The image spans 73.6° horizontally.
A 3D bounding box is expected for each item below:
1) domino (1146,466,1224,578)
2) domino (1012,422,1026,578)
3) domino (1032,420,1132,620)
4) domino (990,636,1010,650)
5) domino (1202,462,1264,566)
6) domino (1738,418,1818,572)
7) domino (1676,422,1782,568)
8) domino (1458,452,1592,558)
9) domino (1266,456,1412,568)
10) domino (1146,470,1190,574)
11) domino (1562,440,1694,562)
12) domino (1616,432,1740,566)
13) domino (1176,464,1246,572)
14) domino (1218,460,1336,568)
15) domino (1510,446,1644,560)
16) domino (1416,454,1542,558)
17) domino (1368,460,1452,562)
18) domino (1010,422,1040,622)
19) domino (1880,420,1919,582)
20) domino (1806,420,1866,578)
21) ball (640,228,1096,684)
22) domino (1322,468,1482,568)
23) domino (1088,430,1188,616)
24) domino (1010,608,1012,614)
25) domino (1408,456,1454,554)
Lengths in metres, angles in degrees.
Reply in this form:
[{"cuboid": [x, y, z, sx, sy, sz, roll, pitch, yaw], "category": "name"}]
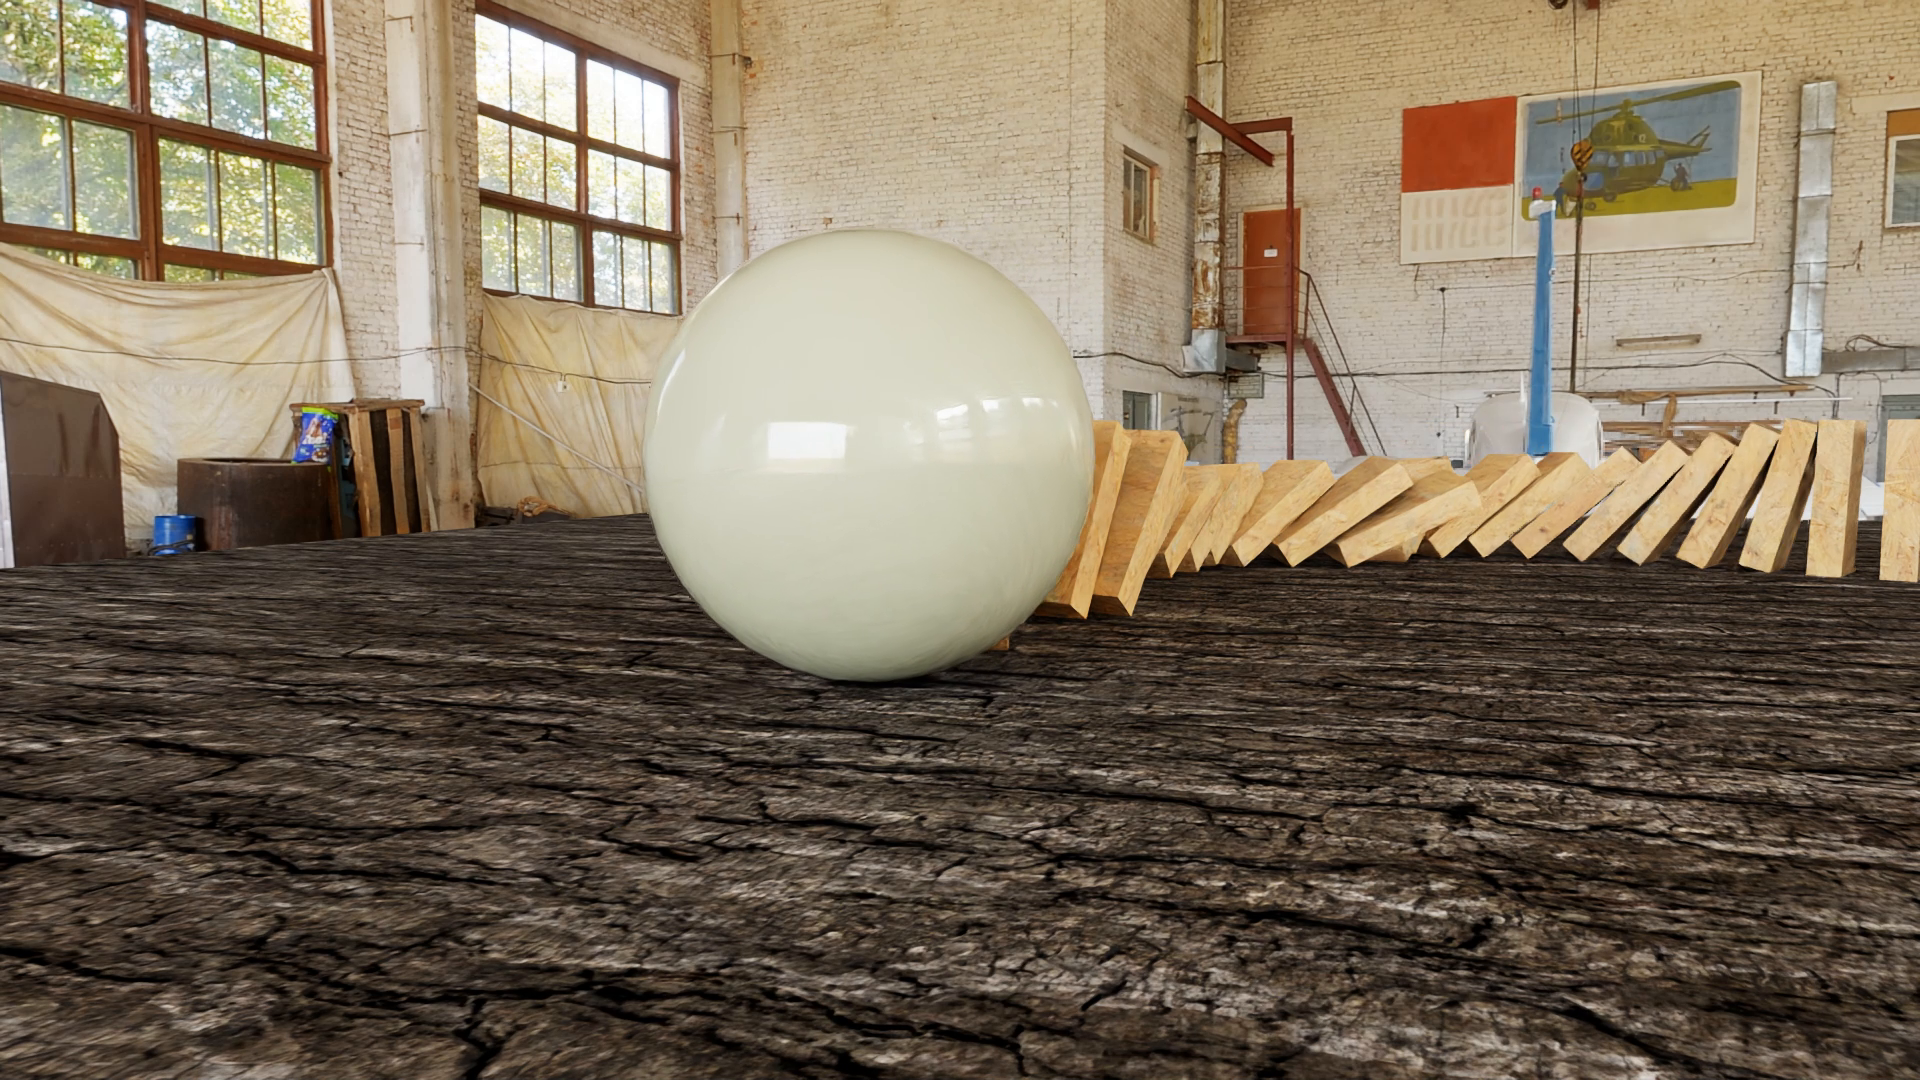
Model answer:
[{"cuboid": [0.066, -0.007, 0.423, 0.025, 0.009, 0.050, 1, 36, 34], "category": "domino"}, {"cuboid": [0.001, -0.004, 0.307, 0.025, 0.050, 0.010, 1, -27, 11], "category": "domino"}, {"cuboid": [0.025, -0.006, 0.323, 0.025, 0.050, 0.010, 3, -24, 33], "category": "domino"}, {"cuboid": [-0.001, -0.002, 0.273, 0.025, 0.050, 0.009, 1, -27, 8], "category": "domino"}, {"cuboid": [0.087, -0.009, 0.455, 0.025, 0.010, 0.050, -1, 35, 37], "category": "domino"}, {"cuboid": [0.277, -0.015, 0.430, 0.009, 0.050, 0.025, 21, 17, 39], "category": "domino"}, {"cuboid": [0.266, -0.015, 0.440, 0.009, 0.050, 0.025, 33, 24, 34], "category": "domino"}, {"cuboid": [0.212, -0.014, 0.487, 0.050, 0.010, 0.025, -40, 0, 6], "category": "domino"}, {"cuboid": [0.131, -0.011, 0.452, 0.050, 0.010, 0.025, -35, 9, 3], "category": "domino"}, {"cuboid": [0.053, -0.005, 0.408, 0.025, 0.010, 0.050, 2, 37, 29], "category": "domino"}, {"cuboid": [0.242, -0.014, 0.463, 0.009, 0.050, 0.025, 48, 28, 23], "category": "domino"}, {"cuboid": [0.254, -0.015, 0.451, 0.010, 0.050, 0.025, 43, 28, 29], "category": "domino"}, {"cuboid": [0.077, -0.008, 0.438, 0.025, 0.009, 0.050, 0, 35, 35], "category": "domino"}, {"cuboid": [0.108, -0.010, 0.460, 0.050, 0.010, 0.025, -40, 20, -19], "category": "domino"}, {"cuboid": [0.228, -0.014, 0.473, 0.050, 0.010, 0.025, -47, -19, 24], "category": "domino"}, {"cuboid": [0.194, -0.014, 0.490, 0.050, 0.009, 0.025, -39, 9, -4], "category": "domino"}, {"cuboid": [0.161, -0.012, 0.476, 0.025, 0.009, 0.050, 2, 39, 43], "category": "domino"}, {"cuboid": [0.005, -0.005, 0.317, 0.025, 0.050, 0.009, 1, -27, 10], "category": "domino"}, {"cuboid": [0.301, -0.013, 0.406, 0.009, 0.050, 0.025, 4, 6, 44], "category": "domino"}, {"cuboid": [0.287, -0.014, 0.420, 0.010, 0.050, 0.025, 6, 7, 42], "category": "domino"}, {"cuboid": [-0.016, -0.015, 0.229, 0.080, 0.080, 0.080, 0, 4, 0], "category": "ball"}, {"cuboid": [0.153, -0.008, 0.450, 0.050, 0.010, 0.025, -26, 12, 2], "category": "domino"}, {"cuboid": [0.039, -0.006, 0.330, 0.025, 0.050, 0.009, 5, -30, 34], "category": "domino"}, {"cuboid": [-0.001, -0.003, 0.284, 0.025, 0.050, 0.010, 0, -27, 7], "category": "domino"}, {"cuboid": [0.170, -0.013, 0.494, 0.025, 0.009, 0.050, -2, 36, 43], "category": "domino"}]
